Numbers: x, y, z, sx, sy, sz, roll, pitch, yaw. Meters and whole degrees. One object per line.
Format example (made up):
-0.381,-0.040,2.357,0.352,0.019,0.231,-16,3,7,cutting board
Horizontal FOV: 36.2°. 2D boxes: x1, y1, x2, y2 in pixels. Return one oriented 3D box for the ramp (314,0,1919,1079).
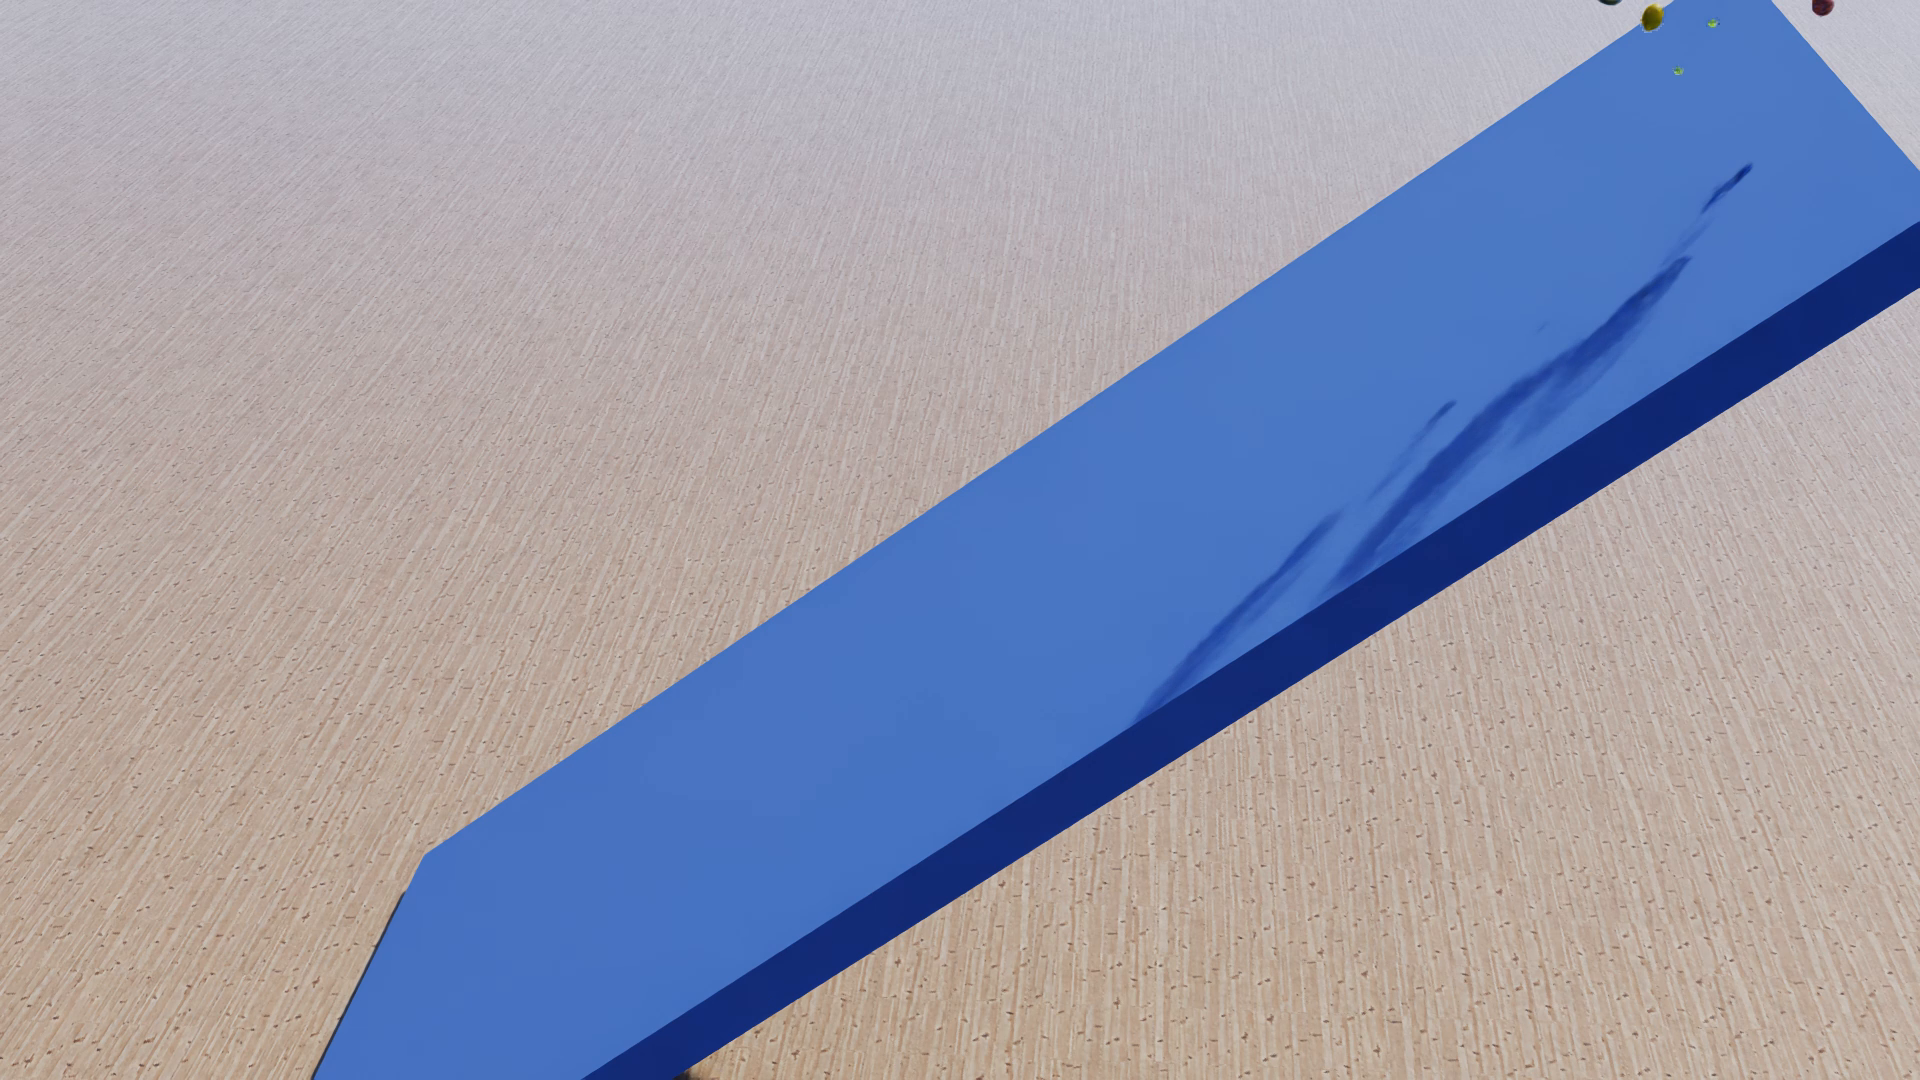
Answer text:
0.129,0.179,6.321,4.000,0.100,2.000,-34,16,16,ramp
